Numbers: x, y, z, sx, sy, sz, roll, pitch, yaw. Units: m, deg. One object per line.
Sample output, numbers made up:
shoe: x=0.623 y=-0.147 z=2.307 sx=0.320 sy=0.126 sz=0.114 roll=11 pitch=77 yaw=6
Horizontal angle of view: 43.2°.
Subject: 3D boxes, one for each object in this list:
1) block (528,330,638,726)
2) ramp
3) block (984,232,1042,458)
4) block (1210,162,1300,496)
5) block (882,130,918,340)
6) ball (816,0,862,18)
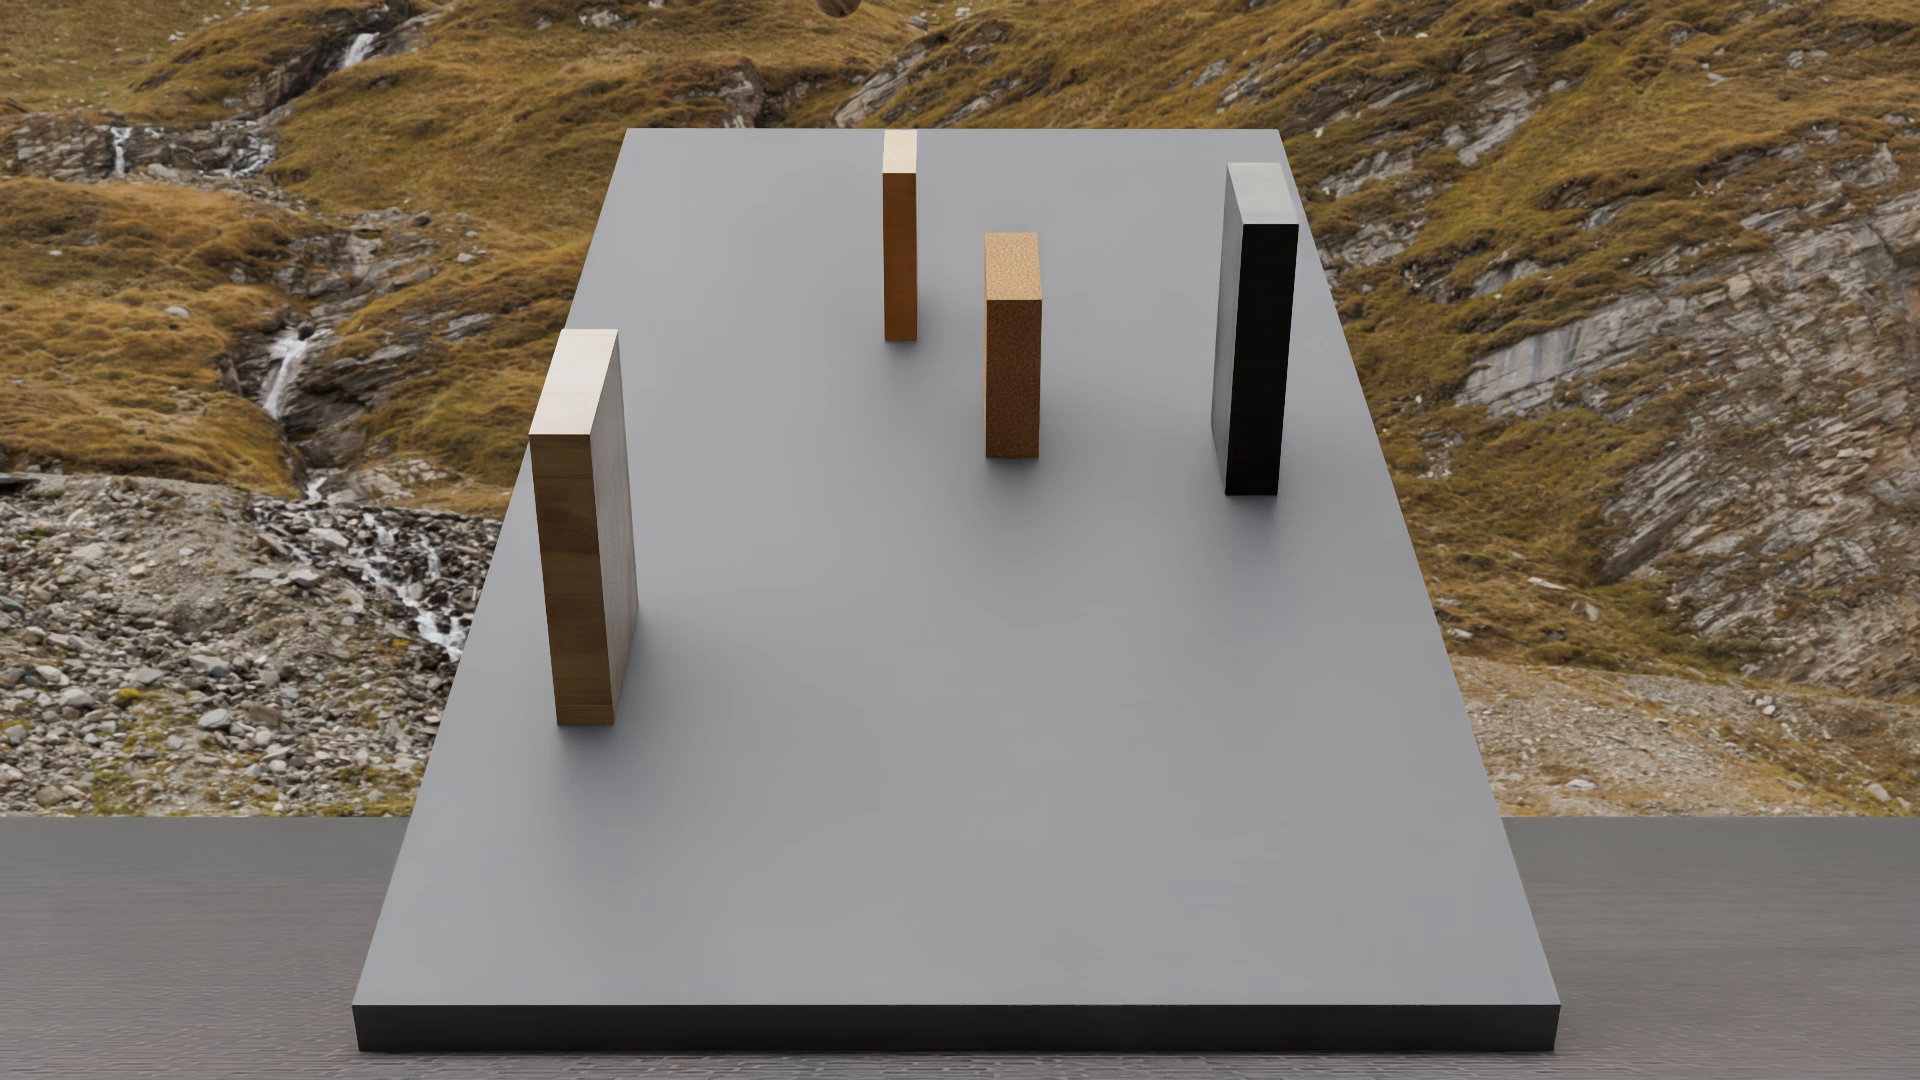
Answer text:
block: x=-0.725 y=-0.027 z=4.724 sx=0.110 sy=0.638 sz=0.436 roll=0 pitch=31 yaw=0
ramp: x=-0.014 y=-0.205 z=5.756 sx=2.000 sy=0.100 sz=4.000 roll=0 pitch=31 yaw=0
block: x=0.121 y=-0.460 z=5.695 sx=0.123 sy=0.403 sz=0.377 roll=0 pitch=31 yaw=0
block: x=0.659 y=-0.475 z=5.468 sx=0.119 sy=0.662 sz=0.349 roll=0 pitch=31 yaw=0
block: x=-0.151 y=-0.777 z=6.179 sx=0.082 sy=0.454 sz=0.288 roll=0 pitch=31 yaw=0
ball: x=-0.355 y=-1.595 z=7.072 sx=0.141 sy=0.141 sz=0.141 roll=0 pitch=-6 yaw=0
